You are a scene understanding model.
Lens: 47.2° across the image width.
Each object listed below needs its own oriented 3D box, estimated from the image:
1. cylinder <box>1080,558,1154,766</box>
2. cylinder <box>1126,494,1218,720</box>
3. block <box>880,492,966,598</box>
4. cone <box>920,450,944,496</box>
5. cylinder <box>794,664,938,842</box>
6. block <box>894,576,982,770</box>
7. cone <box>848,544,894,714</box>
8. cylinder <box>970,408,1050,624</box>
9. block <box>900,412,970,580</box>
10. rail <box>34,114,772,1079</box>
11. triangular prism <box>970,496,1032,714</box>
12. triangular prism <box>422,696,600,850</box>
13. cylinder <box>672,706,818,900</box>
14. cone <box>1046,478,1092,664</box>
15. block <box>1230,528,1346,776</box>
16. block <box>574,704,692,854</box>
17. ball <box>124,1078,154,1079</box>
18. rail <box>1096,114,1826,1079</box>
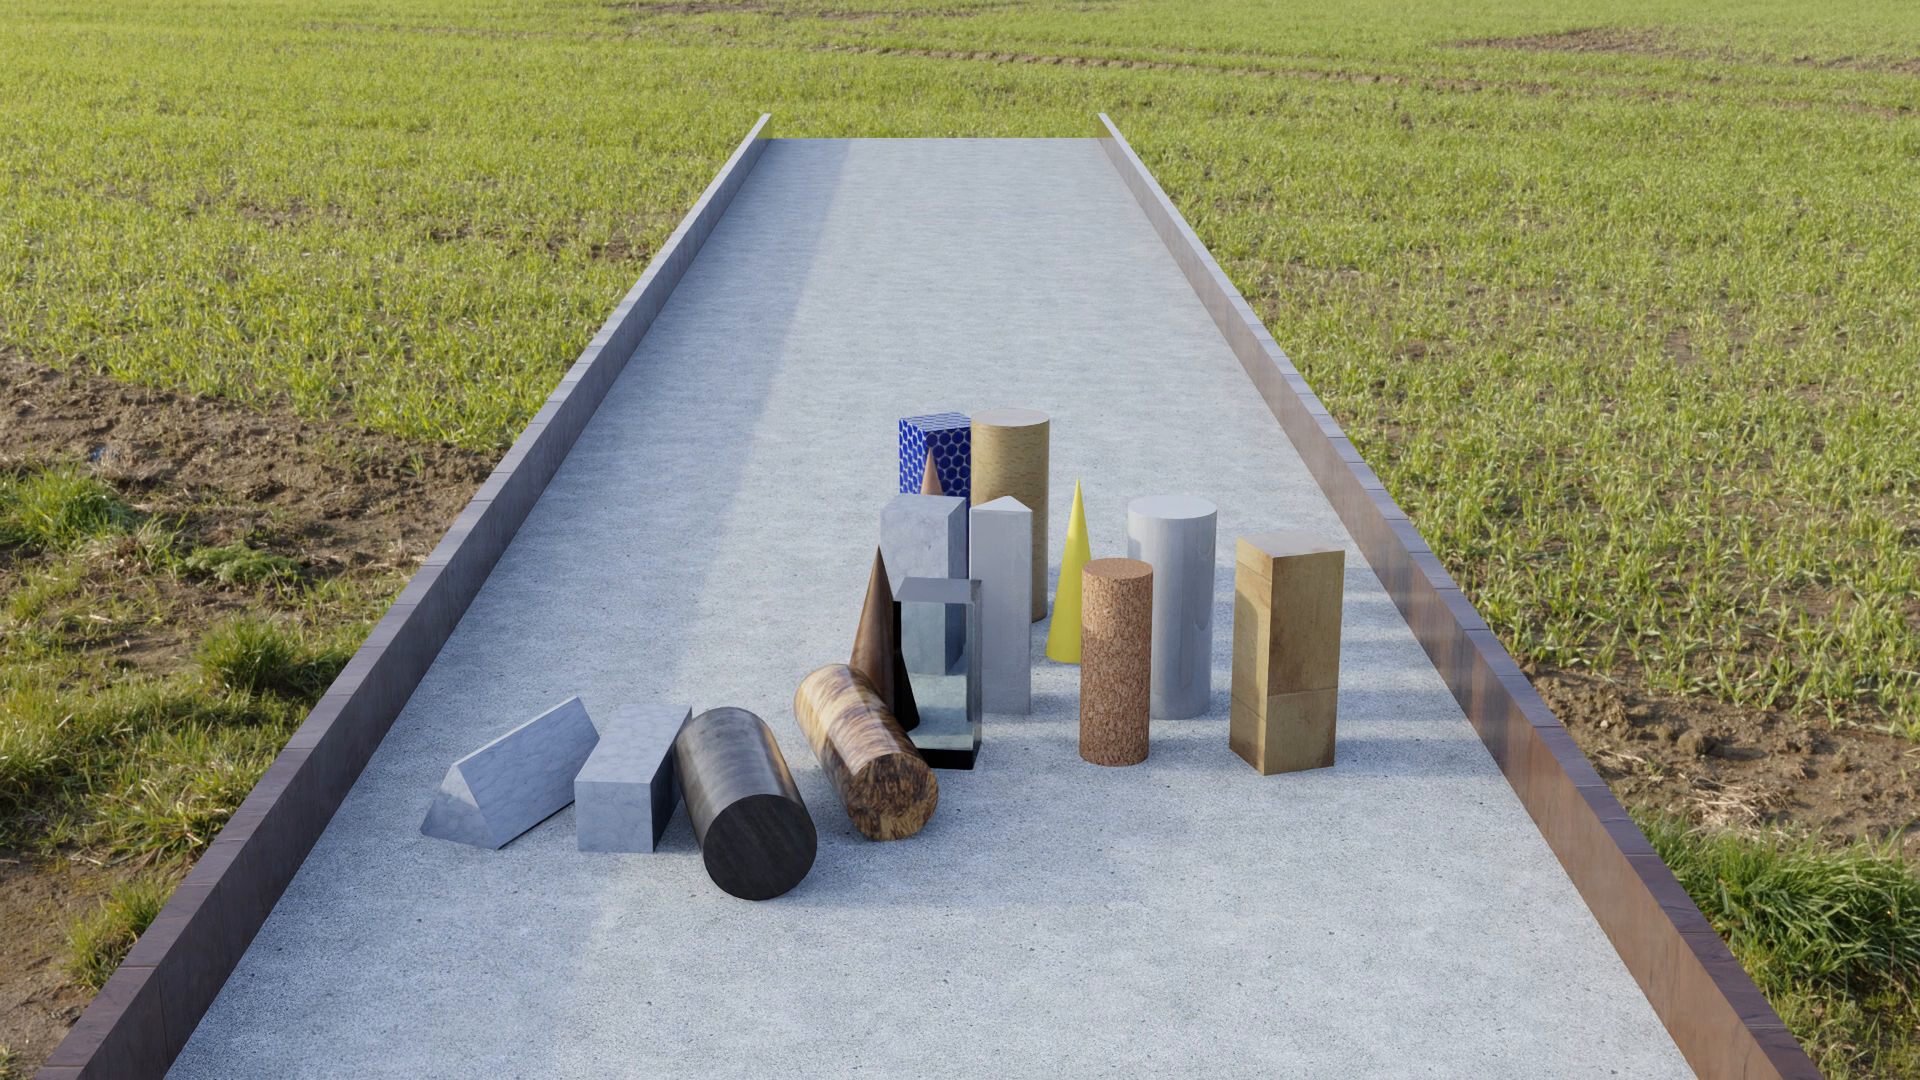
[{"bbox_3d":[0.276,0.216,3.890,0.124,0.348,0.124,0,17,0],"label":"cylinder"},{"bbox_3d":[0.393,0.125,4.119,0.165,0.391,0.165,0,17,0],"label":"cylinder"},{"bbox_3d":[-0.072,0.079,4.408,0.138,0.315,0.138,4,17,14],"label":"block"},{"bbox_3d":[-0.057,-0.008,4.563,0.177,0.389,0.177,-1,17,0],"label":"cone"},{"bbox_3d":[-0.167,0.356,3.762,0.153,0.153,0.441,-4,17,-15],"label":"cylinder"},{"bbox_3d":[-0.038,0.235,3.896,0.139,0.308,0.139,2,17,7],"label":"block"},{"bbox_3d":[-0.149,0.164,4.093,0.163,0.331,0.163,0,17,0],"label":"cone"},{"bbox_3d":[0.105,-0.050,4.639,0.166,0.431,0.166,0,17,0],"label":"cylinder"},{"bbox_3d":[-0.040,-0.086,4.878,0.141,0.364,0.141,-8,18,-24],"label":"block"},{"bbox_3d":[-1.118,-0.838,7.780,0.050,0.150,12.000,0,17,-1],"label":"rail"},{"bbox_3d":[0.083,0.121,4.124,0.115,0.396,0.100,3,17,9],"label":"triangular prism"},{"bbox_3d":[-0.741,0.380,3.701,0.156,0.135,0.343,8,18,23],"label":"triangular prism"},{"bbox_3d":[-0.349,0.415,3.519,0.176,0.176,0.379,-4,17,-13],"label":"cylinder"},{"bbox_3d":[0.234,0.049,4.403,0.122,0.375,0.122,0,17,0],"label":"cone"},{"bbox_3d":[0.573,0.196,3.868,0.138,0.399,0.138,-6,17,-18],"label":"block"},{"bbox_3d":[-0.541,0.395,3.684,0.123,0.123,0.346,1,17,4],"label":"block"},{"bbox_3d":[-0.892,0.714,2.357,0.267,0.267,0.267,0,17,0],"label":"ball"},{"bbox_3d":[0.932,-0.844,7.801,0.050,0.150,12.000,0,17,-1],"label":"rail"}]
